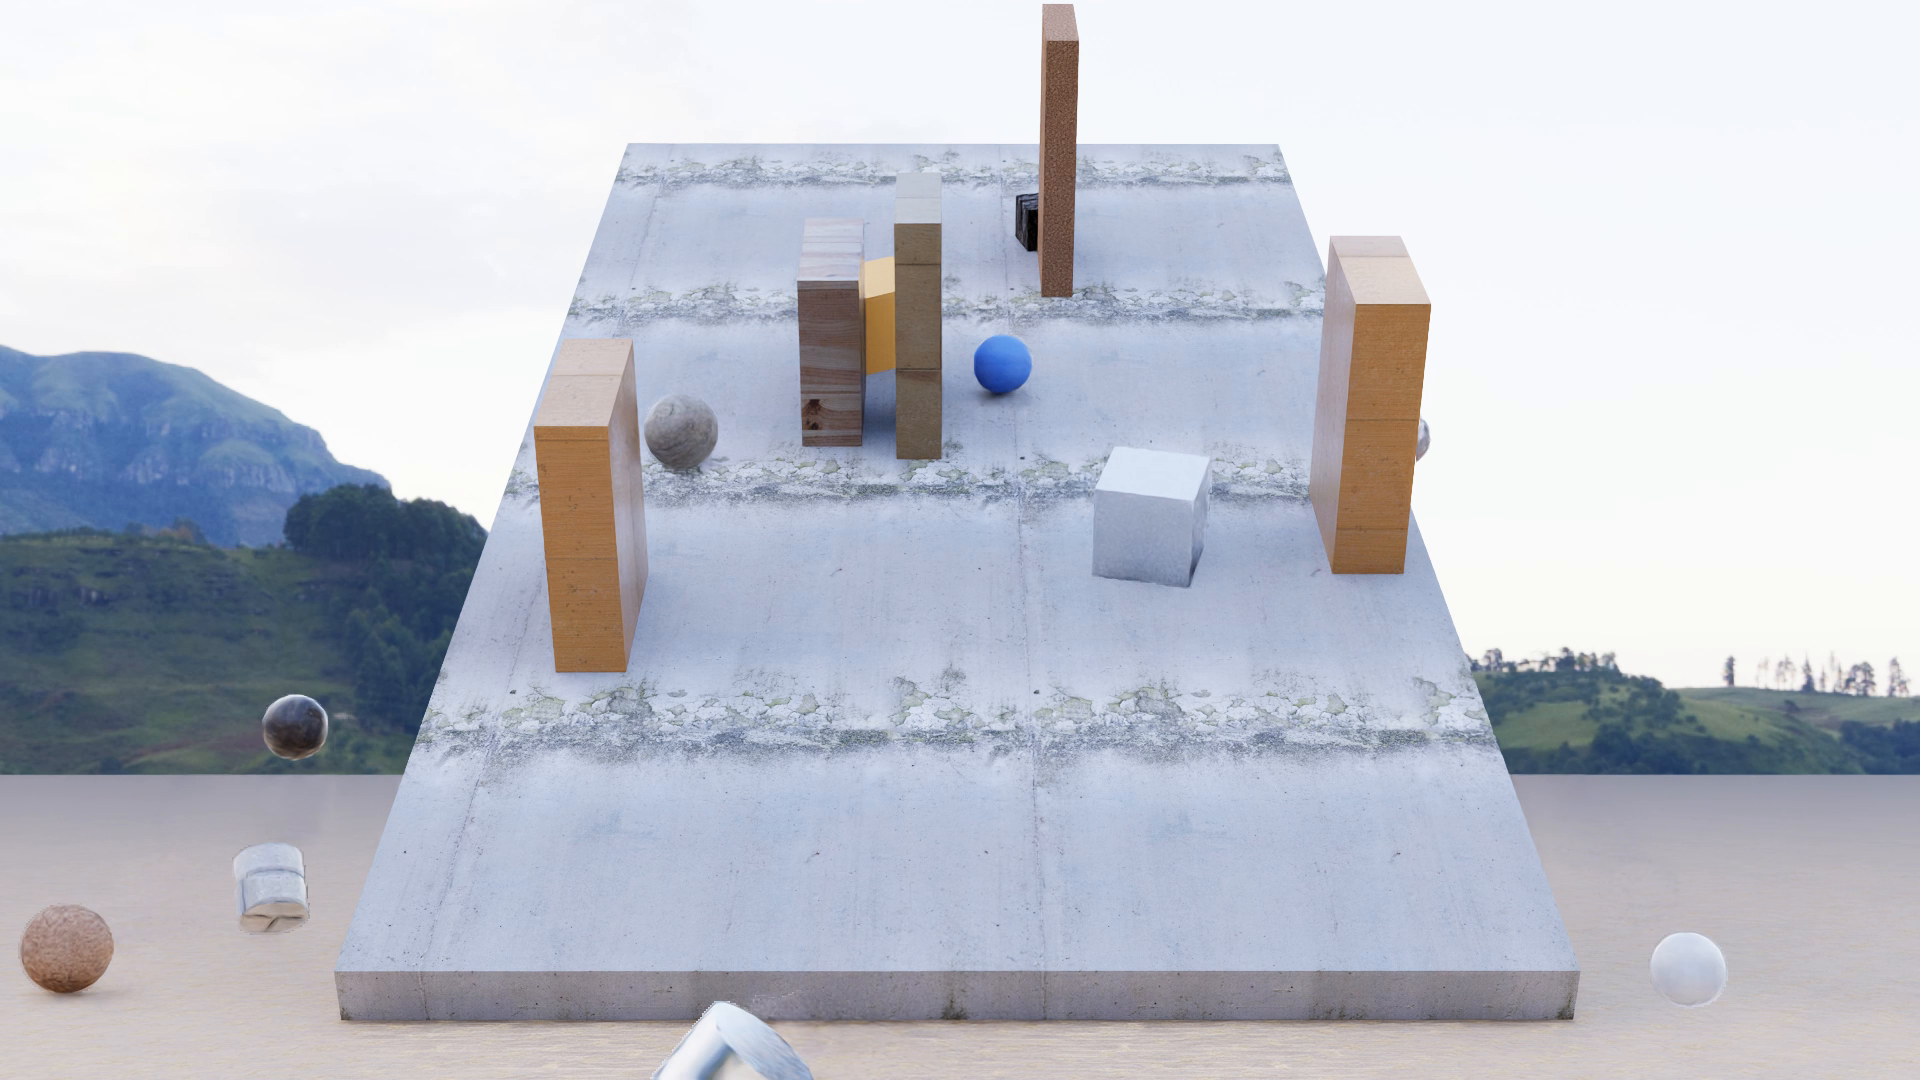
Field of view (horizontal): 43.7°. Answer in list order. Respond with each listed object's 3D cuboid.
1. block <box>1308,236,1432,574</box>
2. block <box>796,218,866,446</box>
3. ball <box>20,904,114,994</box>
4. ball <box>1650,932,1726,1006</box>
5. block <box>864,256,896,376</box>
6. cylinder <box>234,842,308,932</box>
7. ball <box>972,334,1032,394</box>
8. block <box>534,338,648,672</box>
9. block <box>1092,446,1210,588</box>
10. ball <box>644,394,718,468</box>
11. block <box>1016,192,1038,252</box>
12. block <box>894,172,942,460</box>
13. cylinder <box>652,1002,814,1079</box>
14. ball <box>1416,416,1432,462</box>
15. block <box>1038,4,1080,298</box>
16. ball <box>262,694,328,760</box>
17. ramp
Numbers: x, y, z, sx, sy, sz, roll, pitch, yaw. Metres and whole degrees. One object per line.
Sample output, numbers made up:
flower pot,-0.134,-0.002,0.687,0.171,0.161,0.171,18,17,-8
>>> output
block,0.850,-0.284,5.003,0.149,0.608,0.368,0,29,0
block,-0.295,-0.488,5.578,0.137,0.410,0.387,0,29,0
ball,-1.626,0.744,4.358,0.159,0.159,0.159,0,-5,0
ball,1.171,0.690,3.852,0.117,0.117,0.117,0,-5,0
block,-0.204,-0.556,5.920,0.202,0.202,0.202,-16,33,-28
cylinder,-1.628,0.822,5.652,0.156,0.156,0.156,-12,-33,-8
ball,0.102,-0.422,5.740,0.141,0.141,0.141,0,-5,0
block,-0.715,-0.071,4.683,0.136,0.529,0.398,0,29,0
block,0.399,-0.049,4.990,0.205,0.205,0.205,7,29,13
ball,-0.626,-0.245,5.383,0.168,0.168,0.168,0,-5,0
block,0.228,-0.880,6.604,0.121,0.121,0.121,-7,29,-13
block,-0.093,-0.510,5.452,0.102,0.571,0.319,0,29,0
cylinder,-0.215,0.505,2.160,0.121,0.121,0.121,39,6,-5
ball,0.977,-0.227,5.291,0.126,0.126,0.126,0,-5,0
block,0.255,-1.018,6.265,0.082,0.689,0.330,0,29,0
ball,-1.260,0.355,4.537,0.123,0.123,0.123,0,-5,0
ramp,-0.012,-0.220,5.620,2.000,0.100,4.000,0,29,0
